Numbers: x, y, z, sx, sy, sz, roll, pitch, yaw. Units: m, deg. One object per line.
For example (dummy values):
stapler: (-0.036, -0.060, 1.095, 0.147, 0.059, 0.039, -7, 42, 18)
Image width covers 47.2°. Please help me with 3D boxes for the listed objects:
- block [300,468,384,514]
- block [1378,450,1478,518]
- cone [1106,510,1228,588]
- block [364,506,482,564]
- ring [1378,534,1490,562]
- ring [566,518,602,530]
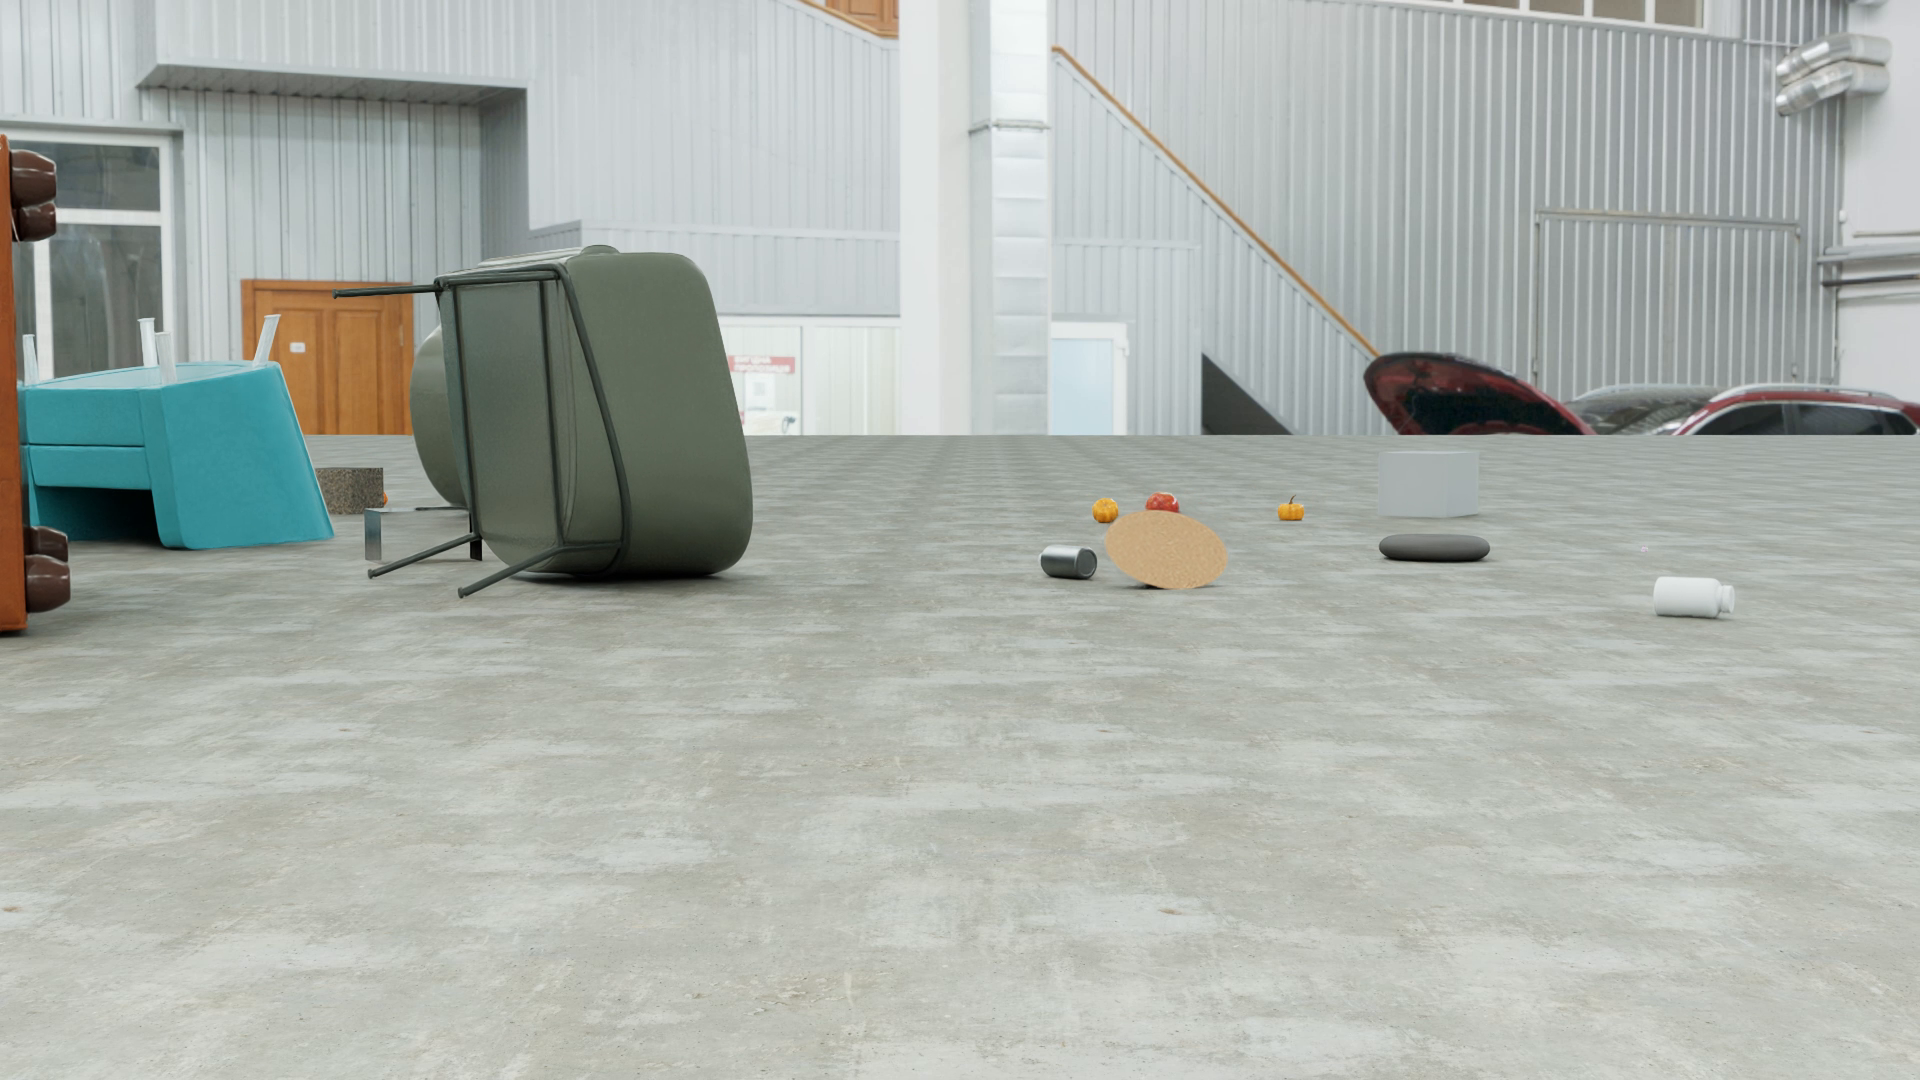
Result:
block: (-2.247, -0.180, 8.000, 0.210, 0.160, 0.214, 1, 4, 17)
block: (1.676, -0.202, 7.864, 0.255, 0.223, 0.303, 3, 5, 34)
cone: (0.453, 0.060, 5.050, 0.302, 0.230, 0.126, -1, -39, -22)
block: (-1.404, -0.013, 5.751, 0.262, 0.136, 0.174, -2, 4, -28)
ring: (1.254, 0.019, 5.814, 0.295, 0.062, 0.275, 3, 4, 45)
ring: (-1.197, -0.050, 7.016, 0.116, 0.036, 0.150, -1, 5, 1)
